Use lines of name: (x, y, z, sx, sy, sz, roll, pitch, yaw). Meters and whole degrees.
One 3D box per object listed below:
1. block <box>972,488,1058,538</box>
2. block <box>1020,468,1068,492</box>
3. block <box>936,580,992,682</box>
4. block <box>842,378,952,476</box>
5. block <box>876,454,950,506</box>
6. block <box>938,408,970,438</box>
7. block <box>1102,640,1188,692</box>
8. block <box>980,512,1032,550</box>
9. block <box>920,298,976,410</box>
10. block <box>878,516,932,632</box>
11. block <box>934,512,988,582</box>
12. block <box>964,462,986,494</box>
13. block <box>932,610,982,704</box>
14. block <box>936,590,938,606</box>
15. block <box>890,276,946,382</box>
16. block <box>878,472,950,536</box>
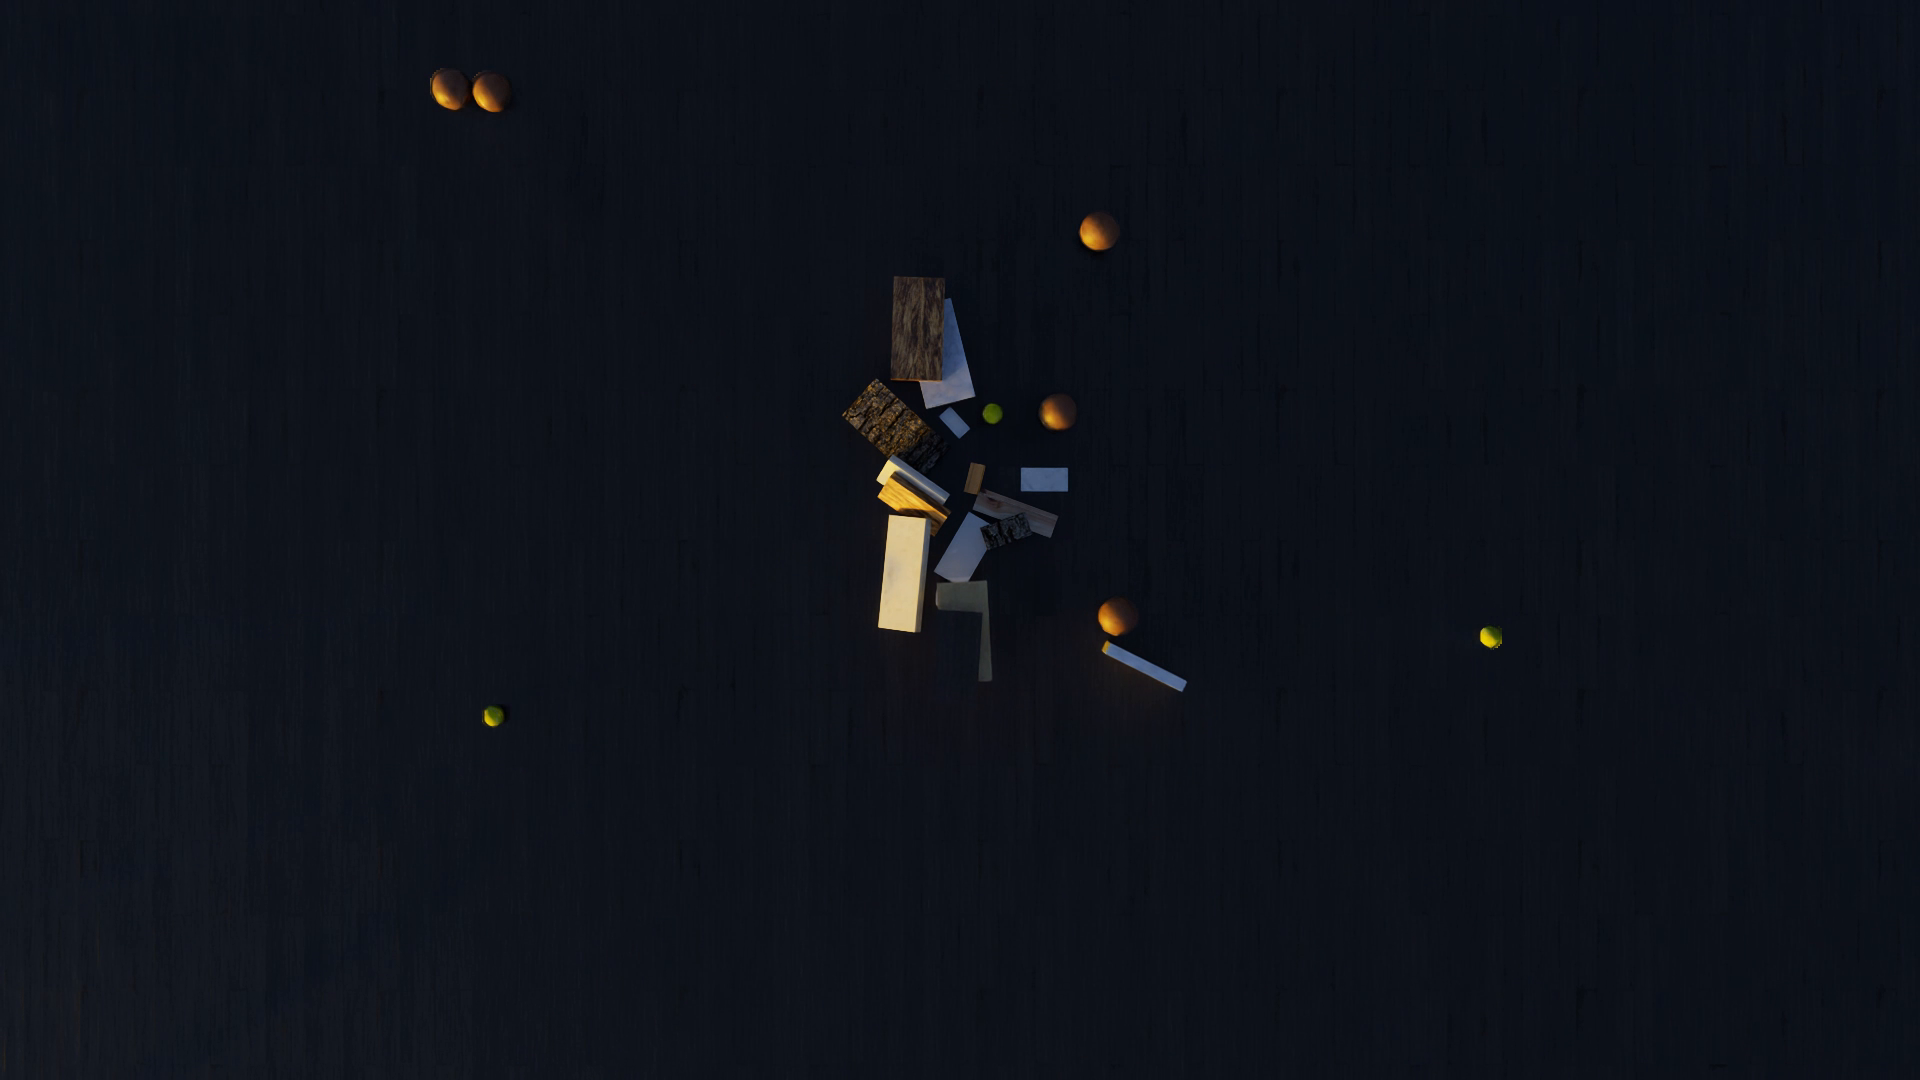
block: (0.184, -0.091, 5.489, 0.276, 0.022, 0.078, 20, 90, 0)
block: (0.281, -0.201, 5.489, 0.156, 0.022, 0.078, 0, 90, 0)
block: (0.014, 0.287, 5.164, 0.157, 0.044, 0.313, -3, 90, 0)
block: (-0.210, -0.361, 5.476, 0.336, 0.048, 0.168, 42, 90, 0)
block: (-0.155, -0.175, 5.446, 0.230, 0.115, 0.033, 35, 48, 0)
block: (-0.018, -0.391, 5.493, 0.050, 0.014, 0.101, -43, 90, 0)
block: (0.605, 0.414, 5.430, 0.280, 0.140, 0.040, 27, 90, 0)
block: (0.153, -0.029, 5.459, 0.156, 0.022, 0.078, -19, 95, -4)
block: (-0.071, -0.617, 5.476, 0.168, 0.048, 0.336, -14, 90, 0)
block: (-0.182, 0.110, 5.447, 0.140, 0.040, 0.374, 6, 91, 29)
block: (0.021, 0.035, 5.484, 0.115, 0.033, 0.230, 30, 90, 0)
block: (0.049, -0.204, 5.482, 0.050, 0.014, 0.101, 14, 90, 28)
block: (-0.009, 0.361, 5.122, 0.140, 0.040, 0.280, 4, 90, 0)
block: (0.002, 0.184, 5.343, 0.157, 0.313, 0.044, -1, 89, 0)
block: (-0.138, -0.693, 5.429, 0.168, 0.048, 0.336, 2, 90, 0)
block: (-0.151, -0.118, 5.446, 0.230, 0.115, 0.033, 35, 48, 0)
